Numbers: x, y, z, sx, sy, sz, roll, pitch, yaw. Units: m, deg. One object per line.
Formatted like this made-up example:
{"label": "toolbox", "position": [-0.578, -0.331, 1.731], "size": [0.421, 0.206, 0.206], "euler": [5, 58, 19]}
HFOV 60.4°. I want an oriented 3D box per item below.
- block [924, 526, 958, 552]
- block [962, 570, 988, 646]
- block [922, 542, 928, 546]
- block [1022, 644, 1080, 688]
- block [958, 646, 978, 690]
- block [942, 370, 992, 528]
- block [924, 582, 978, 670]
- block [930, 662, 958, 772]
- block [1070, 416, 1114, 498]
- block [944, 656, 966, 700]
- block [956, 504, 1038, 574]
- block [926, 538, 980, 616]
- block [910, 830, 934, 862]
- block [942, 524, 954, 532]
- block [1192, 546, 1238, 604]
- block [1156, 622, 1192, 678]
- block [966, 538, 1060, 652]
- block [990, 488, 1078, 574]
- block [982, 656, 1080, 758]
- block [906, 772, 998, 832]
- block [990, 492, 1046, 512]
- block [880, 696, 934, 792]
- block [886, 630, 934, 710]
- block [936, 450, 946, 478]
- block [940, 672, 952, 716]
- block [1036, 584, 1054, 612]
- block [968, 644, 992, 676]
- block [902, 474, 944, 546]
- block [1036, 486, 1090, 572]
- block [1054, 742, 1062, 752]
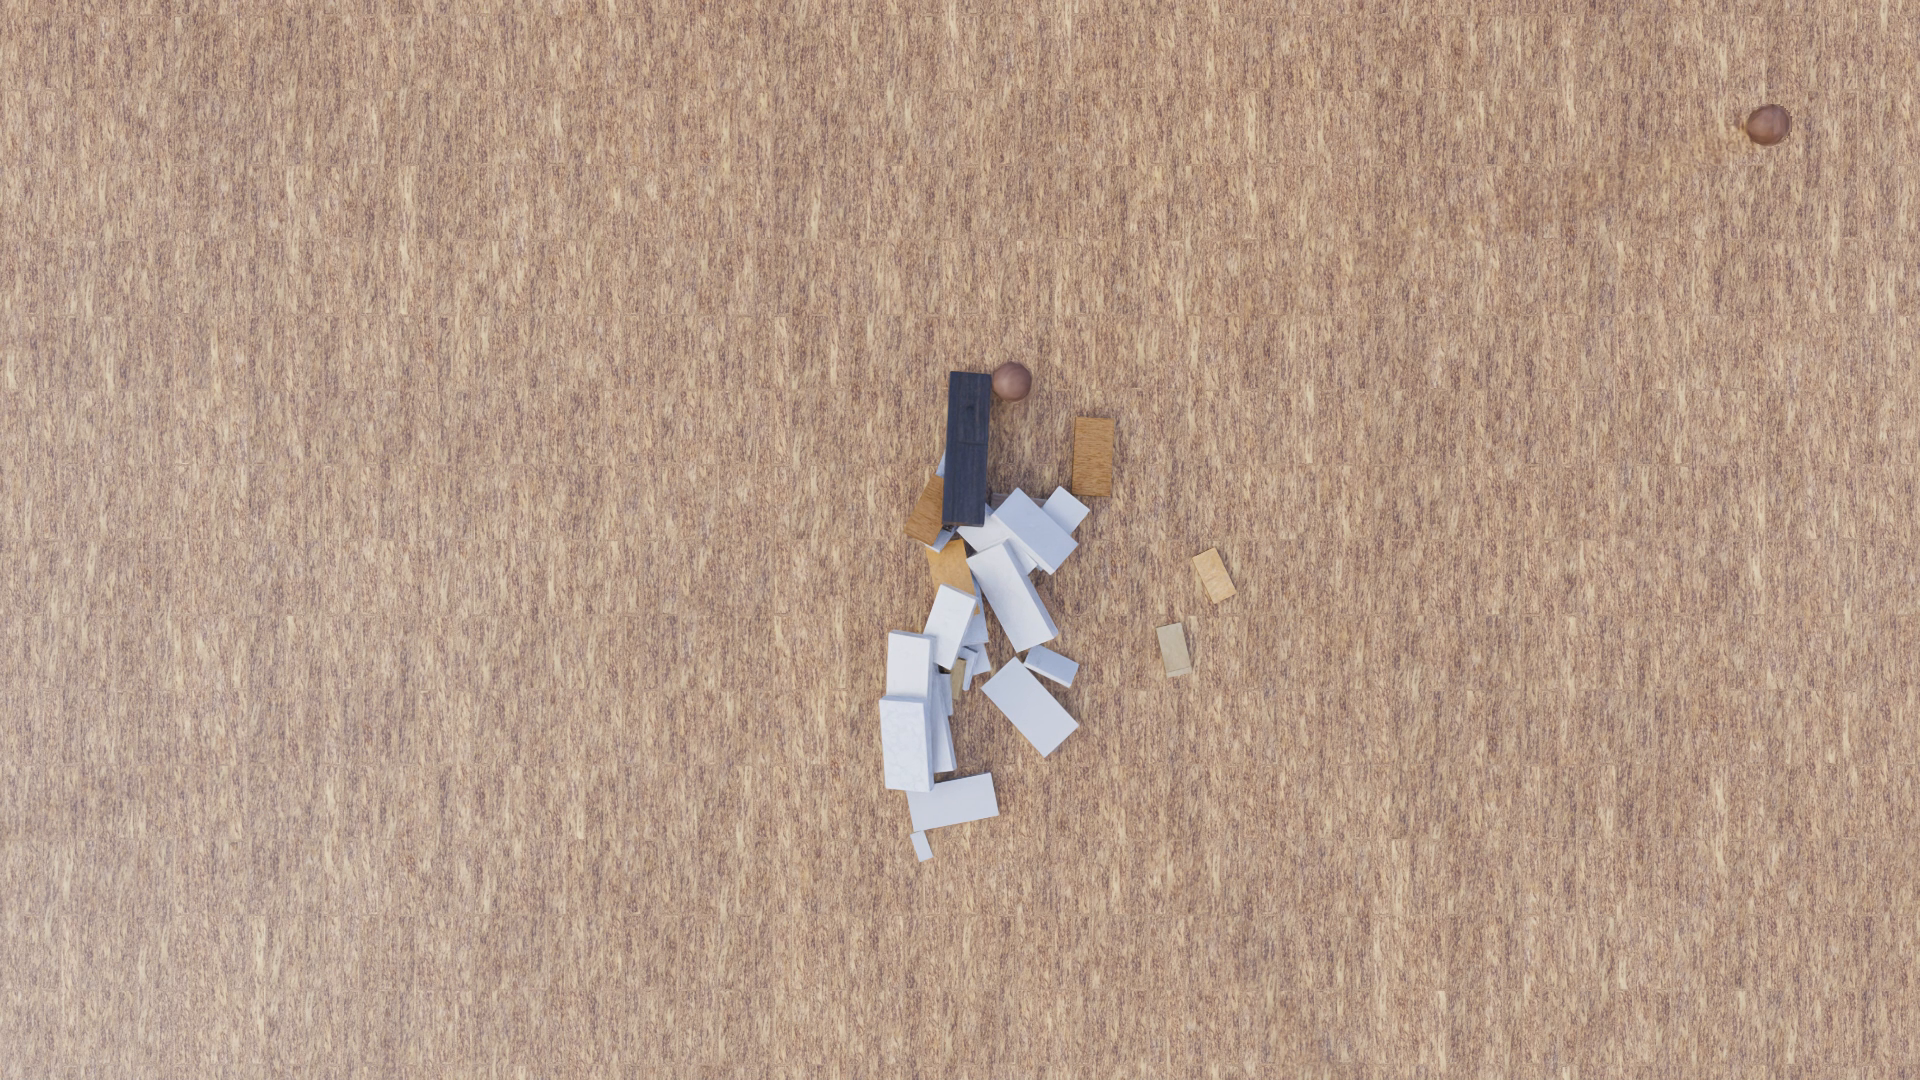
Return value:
{"label": "block", "position": [-0.061, -0.016, 5.461], "size": [0.058, 0.016, 0.115], "euler": [28, 66, 21]}
{"label": "block", "position": [0.012, 0.221, 5.442], "size": [0.127, 0.036, 0.254], "euler": [-9, 73, 0]}
{"label": "block", "position": [-0.094, -0.038, 5.450], "size": [0.058, 0.016, 0.115], "euler": [30, 66, 5]}
{"label": "block", "position": [0.302, 0.413, 5.466], "size": [0.170, 0.024, 0.085], "euler": [26, 56, 0]}
{"label": "block", "position": [0.013, 0.421, 5.455], "size": [0.069, 0.020, 0.139], "euler": [24, 110, 27]}
{"label": "block", "position": [0.021, -0.300, 5.405], "size": [0.136, 0.039, 0.518], "euler": [4, 74, -6]}
{"label": "block", "position": [-0.041, 0.279, 5.355], "size": [0.127, 0.036, 0.254], "euler": [24, 107, 14]}
{"label": "block", "position": [-0.120, 0.564, 5.456], "size": [0.143, 0.041, 0.413], "euler": [-11, 90, 20]}
{"label": "block", "position": [0.441, -0.276, 5.482], "size": [0.129, 0.037, 0.258], "euler": [3, 90, 0]}
{"label": "block", "position": [-0.021, 0.453, 5.458], "size": [0.069, 0.020, 0.139], "euler": [16, 106, 30]}
{"label": "block", "position": [0.129, 0.017, 5.423], "size": [0.273, 0.039, 0.136], "euler": [45, 127, 5]}
{"label": "block", "position": [-0.025, 0.133, 5.433], "size": [0.127, 0.036, 0.254], "euler": [-13, 73, -1]}
{"label": "block", "position": [-0.128, 1.018, 5.493], "size": [0.048, 0.014, 0.095], "euler": [-20, 90, 0]}
{"label": "block", "position": [-0.034, -0.145, 5.458], "size": [0.108, 0.030, 0.215], "euler": [25, 76, 1]}
{"label": "block", "position": [0.845, 0.118, 5.488], "size": [0.085, 0.024, 0.170], "euler": [-26, 90, 0]}
{"label": "block", "position": [0.711, 0.366, 5.488], "size": [0.085, 0.024, 0.170], "euler": [-13, 90, 0]}
{"label": "block", "position": [0.172, 0.185, 5.418], "size": [0.156, 0.044, 0.356], "euler": [-24, 98, 34]}
{"label": "block", "position": [0.241, -0.030, 5.376], "size": [0.273, 0.039, 0.136], "euler": [43, 60, 0]}
{"label": "block", "position": [0.232, 0.552, 5.470], "size": [0.156, 0.044, 0.311], "euler": [-43, 87, 0]}
{"label": "block", "position": [-0.025, 0.869, 5.480], "size": [0.286, 0.041, 0.143], "euler": [-11, 90, 0]}
{"label": "block", "position": [0.229, -0.076, 5.482], "size": [0.258, 0.037, 0.129], "euler": [8, 90, 0]}
{"label": "block", "position": [-0.174, 0.669, 5.412], "size": [0.156, 0.044, 0.311], "euler": [2, 106, 21]}
{"label": "block", "position": [-0.164, 0.445, 5.395], "size": [0.143, 0.041, 0.286], "euler": [9, 107, 19]}
{"label": "block", "position": [-0.012, -0.246, 5.453], "size": [0.108, 0.030, 0.215], "euler": [21, 76, 0]}
{"label": "block", "position": [-0.061, 0.510, 5.467], "size": [0.069, 0.020, 0.139], "euler": [1, 96, 33]}
{"label": "block", "position": [0.276, 0.198, 5.493], "size": [0.048, 0.014, 0.095], "euler": [-22, 90, 0]}
{"label": "block", "position": [0.050, 0.371, 5.470], "size": [0.072, 0.020, 0.143], "euler": [-16, 90, 0]}
{"label": "block", "position": [-0.089, -0.098, 5.382], "size": [0.108, 0.030, 0.215], "euler": [27, 78, 1]}
{"label": "block", "position": [0.297, -0.038, 5.445], "size": [0.129, 0.037, 0.258], "euler": [39, 90, 0]}
{"label": "block", "position": [0.321, 0.654, 5.493], "size": [0.048, 0.014, 0.095], "euler": [26, 90, 0]}
